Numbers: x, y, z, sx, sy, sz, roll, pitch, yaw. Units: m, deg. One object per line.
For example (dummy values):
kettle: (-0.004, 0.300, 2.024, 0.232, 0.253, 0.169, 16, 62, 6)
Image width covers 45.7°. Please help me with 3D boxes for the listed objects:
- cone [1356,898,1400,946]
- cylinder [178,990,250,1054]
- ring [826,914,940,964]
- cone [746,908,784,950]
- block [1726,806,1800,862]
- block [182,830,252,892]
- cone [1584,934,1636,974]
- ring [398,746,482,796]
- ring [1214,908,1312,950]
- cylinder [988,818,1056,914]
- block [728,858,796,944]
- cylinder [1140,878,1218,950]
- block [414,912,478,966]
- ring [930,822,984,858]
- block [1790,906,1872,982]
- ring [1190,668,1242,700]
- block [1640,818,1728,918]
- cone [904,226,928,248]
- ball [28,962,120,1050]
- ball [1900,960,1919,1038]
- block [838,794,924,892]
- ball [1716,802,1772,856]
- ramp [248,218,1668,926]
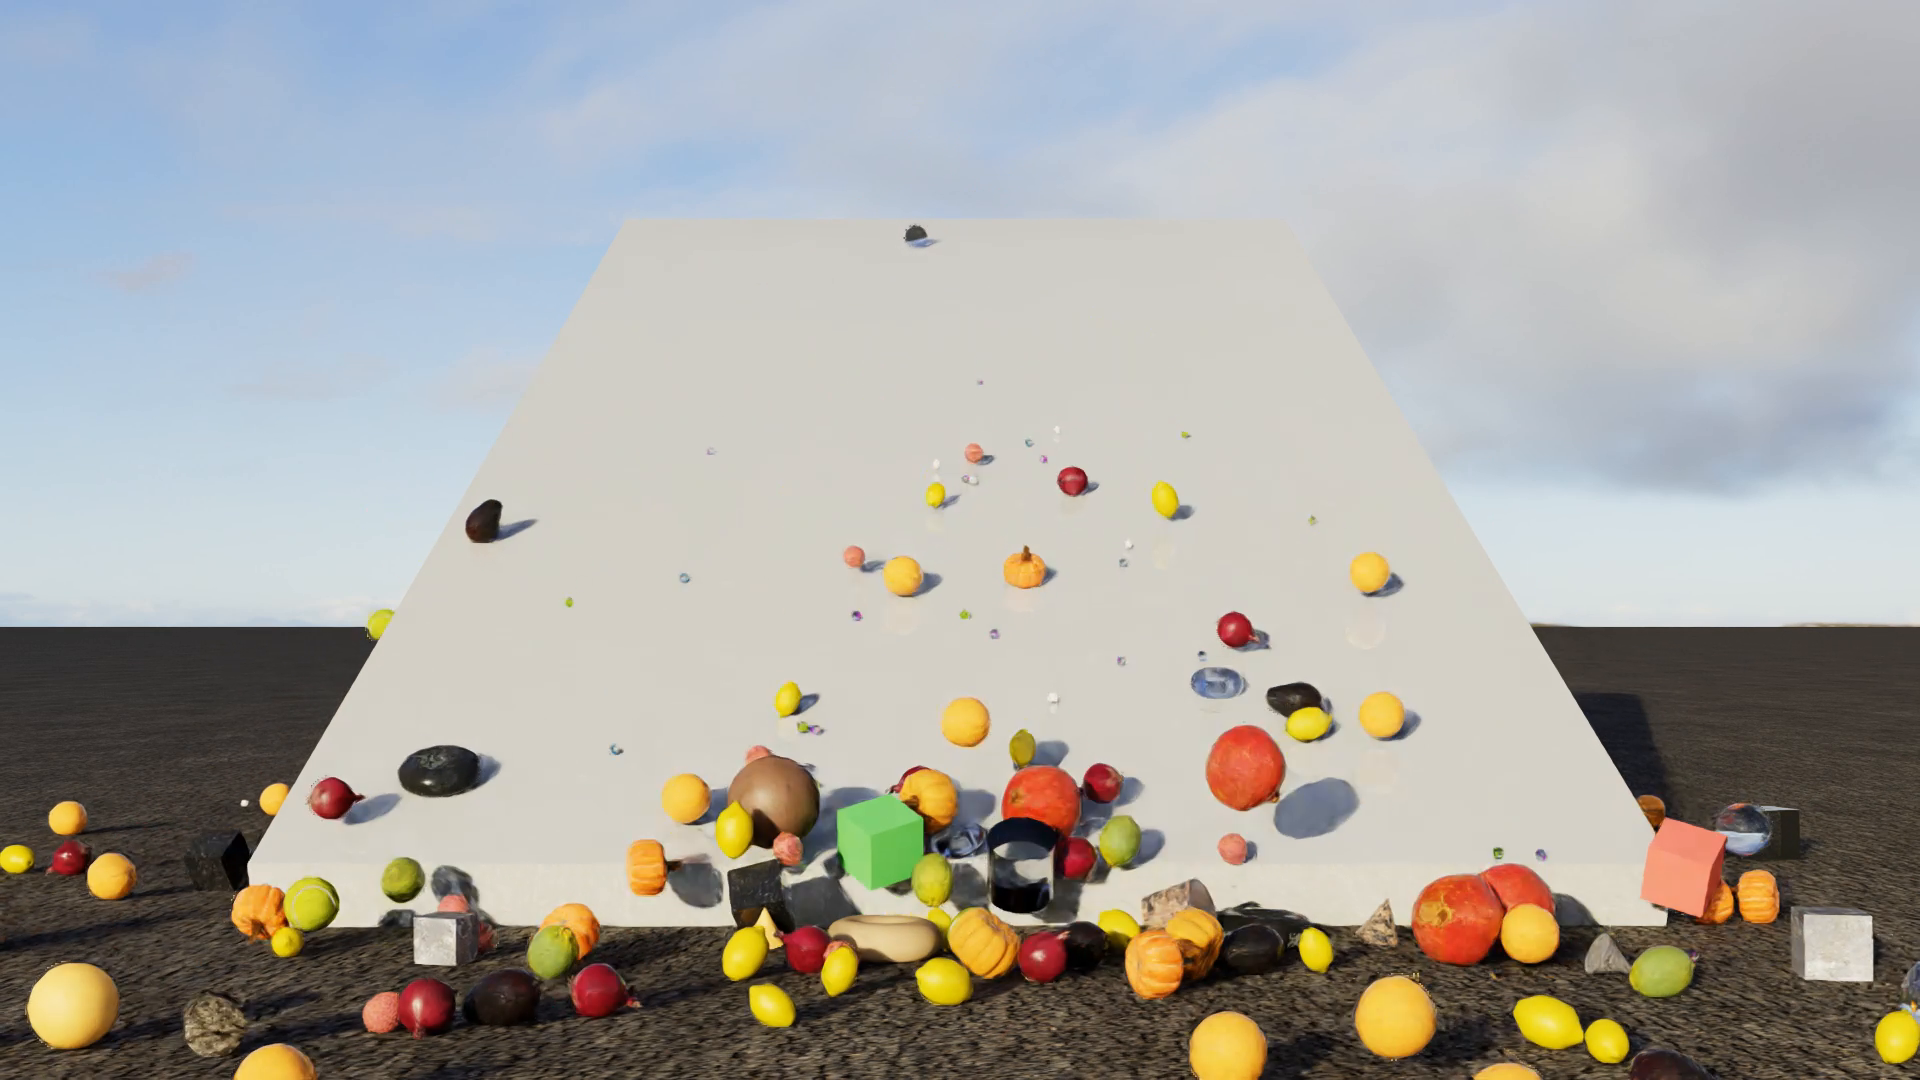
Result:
cone: (0.565, 0.505, 3.048, 0.058, 0.058, 0.058, 12, 8, -2)
cylinder: (-0.748, 0.485, 2.288, 0.057, 0.057, 0.057, 1, -22, -31)
ring: (-0.099, 0.513, 2.935, 0.149, 0.050, 0.149, 1, -3, 0)
cone: (-0.257, 0.508, 3.015, 0.050, 0.050, 0.050, 1, 17, 0)
block: (1.465, 0.535, 4.163, 0.090, 0.090, 0.090, 1, -2, -17)
block: (-1.190, 0.514, 3.659, 0.069, 0.069, 0.069, -1, 33, 16)
cone: (0.806, 0.520, 2.802, 0.055, 0.055, 0.055, 27, -4, -4)
ring: (-0.780, 0.346, 3.418, 0.123, 0.041, 0.123, -1, 20, 0)
ring: (0.404, 0.519, 3.043, 0.131, 0.044, 0.131, 1, -1, 0)
cylinder: (0.083, 0.445, 3.119, 0.093, 0.093, 0.093, 0, 32, 0)
block: (-0.266, 0.484, 3.057, 0.071, 0.071, 0.071, -14, -46, 1)
cylinder: (0.287, 0.490, 2.991, 0.073, 0.073, 0.073, -25, -13, 25)
block: (-0.652, 0.506, 2.898, 0.058, 0.058, 0.058, -1, -1, 16)
ring: (-0.003, 0.423, 3.219, 0.080, 0.027, 0.080, -16, 14, 4)
block: (1.064, 0.493, 2.785, 0.078, 0.078, 0.078, 0, -2, 9)
ring: (0.420, 0.234, 3.733, 0.087, 0.029, 0.087, -1, 22, 0)
block: (0.990, 0.447, 3.119, 0.085, 0.085, 0.085, 16, 31, 27)
cone: (-0.132, -0.871, 6.614, 0.067, 0.067, 0.067, 0, -6, -10)
ball: (-0.897, 0.472, 2.310, 0.087, 0.087, 0.087, 0, -2, 0)
ball: (0.998, 0.464, 2.291, 0.100, 0.100, 0.100, 0, -2, 0)
block: (-0.110, 0.419, 3.167, 0.087, 0.087, 0.087, -14, 26, -31)
ball: (1.101, 0.407, 3.206, 0.075, 0.075, 0.075, 0, -2, 0)
ramp: (-0.006, -0.214, 5.082, 2.000, 0.100, 4.000, 0, 21, 0)
